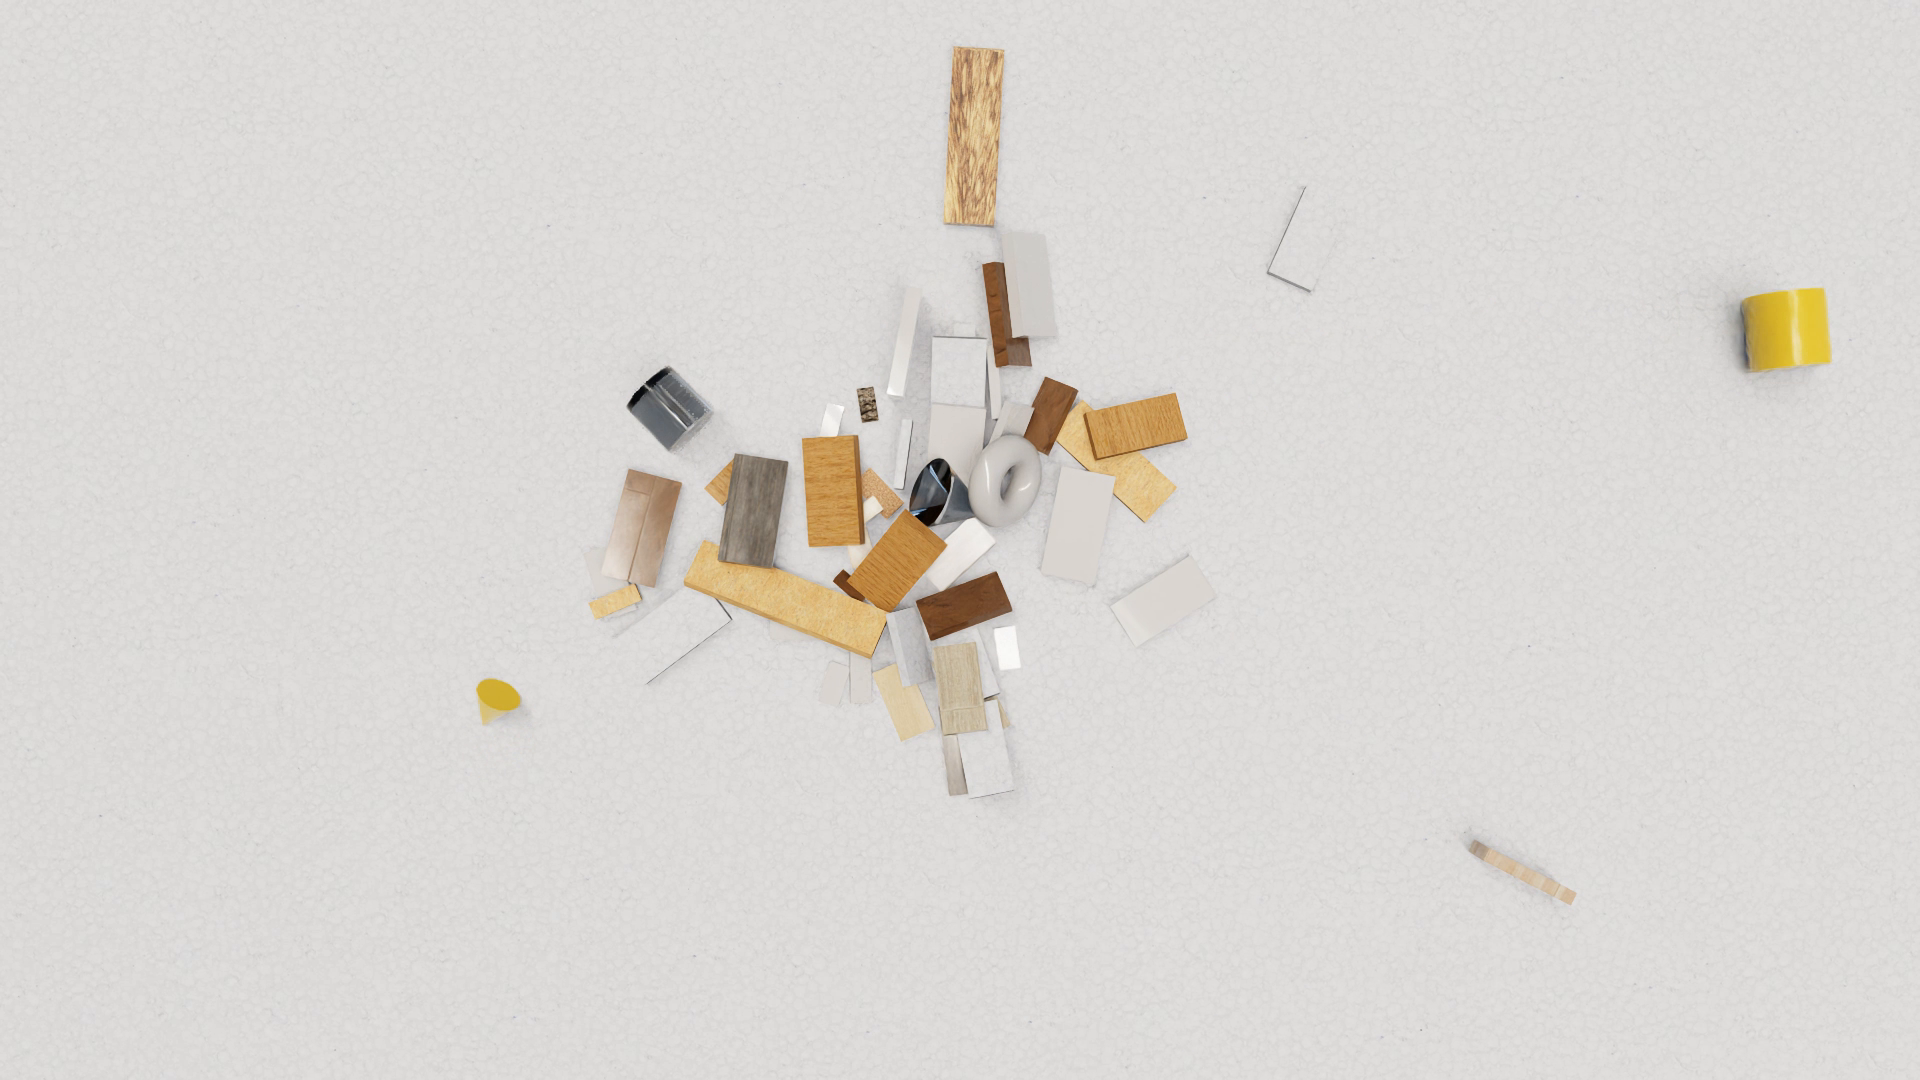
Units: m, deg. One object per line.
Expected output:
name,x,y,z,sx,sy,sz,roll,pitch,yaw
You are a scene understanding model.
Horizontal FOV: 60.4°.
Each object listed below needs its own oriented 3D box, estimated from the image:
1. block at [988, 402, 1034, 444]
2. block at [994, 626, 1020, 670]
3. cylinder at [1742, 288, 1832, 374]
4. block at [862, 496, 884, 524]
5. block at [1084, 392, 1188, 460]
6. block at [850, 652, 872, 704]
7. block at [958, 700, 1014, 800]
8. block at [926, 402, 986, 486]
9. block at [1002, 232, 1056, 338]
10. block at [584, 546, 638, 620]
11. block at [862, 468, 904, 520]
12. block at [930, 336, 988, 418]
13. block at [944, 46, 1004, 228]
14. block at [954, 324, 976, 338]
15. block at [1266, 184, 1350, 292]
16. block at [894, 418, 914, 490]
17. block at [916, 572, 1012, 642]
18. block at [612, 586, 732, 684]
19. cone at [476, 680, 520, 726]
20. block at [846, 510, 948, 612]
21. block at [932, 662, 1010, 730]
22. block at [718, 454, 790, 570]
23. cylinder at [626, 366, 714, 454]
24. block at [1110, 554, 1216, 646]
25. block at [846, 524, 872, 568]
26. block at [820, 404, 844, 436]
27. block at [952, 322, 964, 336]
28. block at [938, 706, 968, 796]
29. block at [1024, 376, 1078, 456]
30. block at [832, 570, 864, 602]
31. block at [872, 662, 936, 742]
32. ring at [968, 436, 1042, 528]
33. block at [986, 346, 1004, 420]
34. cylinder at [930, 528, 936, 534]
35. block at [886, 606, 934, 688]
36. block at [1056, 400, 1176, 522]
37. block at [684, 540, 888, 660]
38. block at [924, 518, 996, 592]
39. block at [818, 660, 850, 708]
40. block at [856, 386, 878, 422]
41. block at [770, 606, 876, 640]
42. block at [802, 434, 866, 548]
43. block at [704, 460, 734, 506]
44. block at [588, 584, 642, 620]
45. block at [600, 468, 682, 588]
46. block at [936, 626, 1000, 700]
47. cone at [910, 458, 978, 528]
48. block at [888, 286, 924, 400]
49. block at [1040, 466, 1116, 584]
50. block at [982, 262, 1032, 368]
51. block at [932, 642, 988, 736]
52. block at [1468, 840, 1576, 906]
block,0.154,-0.335,5.415,0.034,0.119,0.238,32,108,36
block,0.157,0.360,5.490,0.070,0.020,0.139,-9,90,0
cylinder,2.695,-0.681,5.379,0.242,0.242,0.242,-5,90,0
block,-0.315,-0.090,5.466,0.113,0.016,0.057,-36,83,1
block,0.579,-0.374,5.443,0.314,0.044,0.157,-13,84,-10
block,-0.331,0.442,5.480,0.070,0.020,0.197,-1,90,-18
block,0.076,0.680,5.361,0.149,0.042,0.297,-11,77,-1
block,-0.018,-0.268,5.433,0.177,0.050,0.354,6,104,0
block,0.228,-0.836,5.422,0.048,0.169,0.338,-7,90,43
block,-1.161,0.137,5.484,0.114,0.032,0.229,-17,90,0
block,-0.272,-0.154,5.488,0.081,0.023,0.163,-44,90,0
block,-0.006,-0.490,5.429,0.177,0.050,0.354,2,105,1
block,0.046,-1.337,5.476,0.169,0.048,0.582,3,90,0
block,0.014,-0.640,5.437,0.070,0.020,0.140,2,96,1
block,1.157,-1.000,5.478,0.157,0.044,0.314,24,90,0
block,-0.187,-0.281,5.443,0.032,0.114,0.229,8,90,0
block,0.013,0.218,5.433,0.287,0.041,0.144,-20,54,-3
block,-0.954,0.301,5.475,0.359,0.051,0.179,-37,90,0
cone,-1.555,0.566,5.467,0.148,0.148,0.148,32,117,0
block,-0.207,0.076,5.369,0.179,0.051,0.357,40,128,0
block,0.036,0.510,5.443,0.149,0.042,0.297,-25,78,-4
block,-0.680,-0.094,5.432,0.179,0.051,0.357,9,83,-3
cylinder,-0.947,-0.426,5.399,0.202,0.202,0.202,-44,90,0
block,0.674,0.202,5.477,0.319,0.045,0.159,-32,90,0
block,-0.339,0.006,5.488,0.081,0.023,0.163,-15,90,0
block,-0.427,-0.394,5.492,0.057,0.016,0.113,14,90,0
block,0.010,-0.651,5.490,0.070,0.020,0.140,2,90,0
block,0.020,0.692,5.479,0.148,0.042,0.297,-7,90,0
block,0.287,-0.410,5.456,0.119,0.034,0.238,25,90,30
block,-0.360,0.155,5.472,0.120,0.060,0.017,40,132,0
block,-0.186,0.531,5.483,0.123,0.035,0.247,-23,90,0
ring,0.149,-0.191,5.373,0.104,0.312,0.312,22,90,38
block,0.120,-0.516,5.439,0.034,0.119,0.238,-4,90,7
cylinder,-0.141,0.007,5.438,0.125,0.125,0.125,-44,90,0
block,-0.166,0.350,5.441,0.035,0.123,0.247,-13,90,38
block,0.509,-0.262,5.478,0.429,0.044,0.157,43,90,0
block,-0.569,0.195,5.426,0.663,0.045,0.159,21,65,3
block,-0.010,0.047,5.483,0.247,0.035,0.123,-43,90,0
block,-0.418,0.479,5.490,0.070,0.020,0.140,18,90,0
block,-0.307,-0.451,5.492,0.057,0.016,0.113,-9,90,0
block,-0.455,0.275,5.484,0.351,0.032,0.114,1,90,0
block,-0.417,-0.161,5.443,0.180,0.051,0.360,-3,92,17
block,-0.764,-0.200,5.488,0.081,0.023,0.163,44,90,0
block,-1.140,0.204,5.459,0.166,0.017,0.060,-23,90,0
block,-1.052,-0.037,5.454,0.180,0.051,0.360,15,86,-6
block,0.016,0.393,5.427,0.144,0.041,0.287,-19,77,-3
cone,0.000,-0.117,5.389,0.239,0.239,0.239,19,90,-31
block,-0.179,-0.642,5.412,0.050,0.177,0.354,10,90,0
block,0.390,-0.051,5.450,0.180,0.051,0.360,11,96,4
block,0.156,-0.735,5.414,0.048,0.169,0.338,-8,90,29
block,0.000,0.484,5.365,0.144,0.041,0.287,-8,77,0
block,1.847,1.091,5.420,0.319,0.159,0.045,27,90,0
